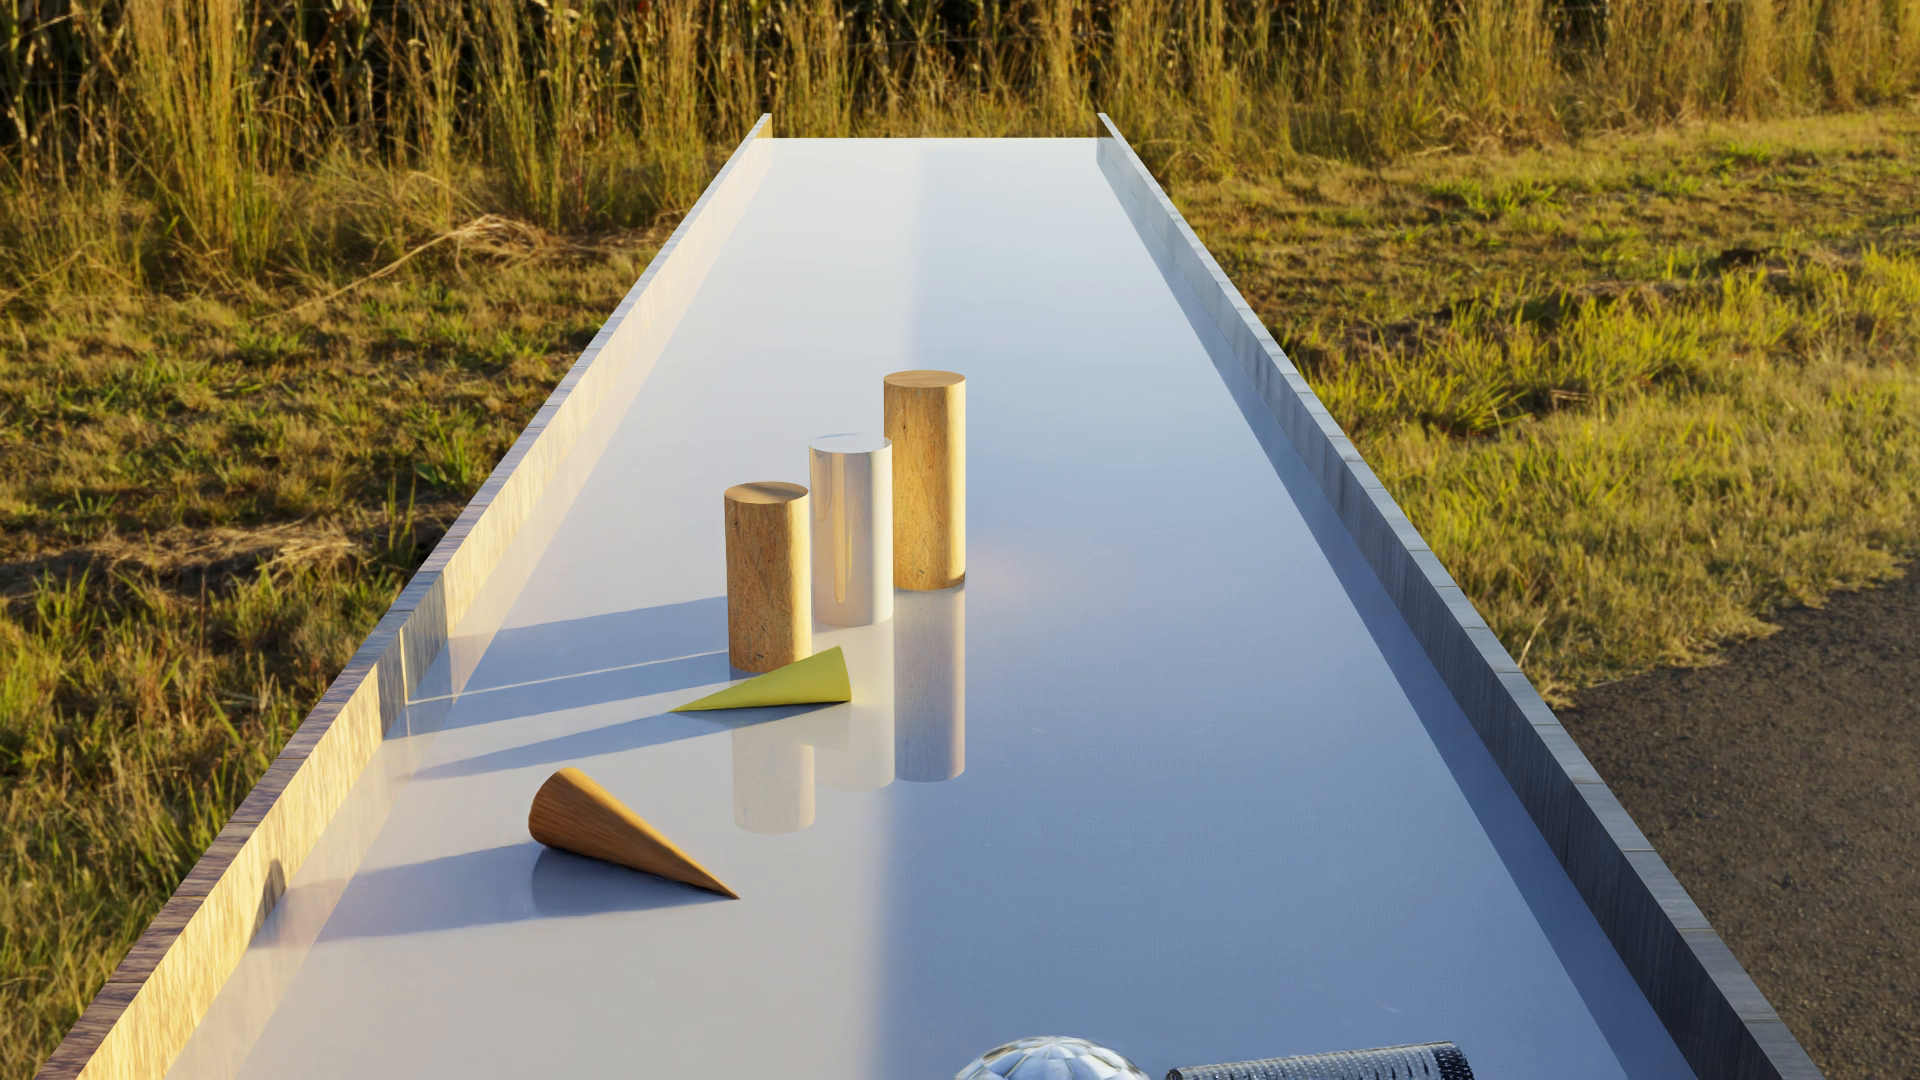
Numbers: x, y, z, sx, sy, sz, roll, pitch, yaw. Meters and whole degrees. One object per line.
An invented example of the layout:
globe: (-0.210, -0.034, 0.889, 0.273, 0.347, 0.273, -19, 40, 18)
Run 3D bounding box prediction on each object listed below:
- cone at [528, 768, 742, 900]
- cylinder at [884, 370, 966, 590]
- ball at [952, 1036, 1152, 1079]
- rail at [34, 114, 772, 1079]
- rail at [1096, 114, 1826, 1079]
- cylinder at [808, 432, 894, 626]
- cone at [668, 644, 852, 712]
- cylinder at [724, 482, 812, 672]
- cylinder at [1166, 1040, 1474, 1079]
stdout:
cone: (-0.492, 0.490, 3.464, 0.384, 0.132, 0.132, 21, 25, 28)
cylinder: (-0.078, -0.134, 4.874, 0.179, 0.458, 0.179, 0, 17, 0)
ball: (0.101, 0.690, 2.380, 0.301, 0.301, 0.301, 0, 17, 0)
rail: (-1.118, -0.838, 7.780, 0.050, 0.150, 12.000, 0, 17, -1)
rail: (0.932, -0.844, 7.801, 0.050, 0.150, 12.000, 0, 17, -1)
cylinder: (-0.229, -0.023, 4.644, 0.174, 0.376, 0.174, 0, 17, 0)
cone: (-0.387, 0.288, 4.163, 0.347, 0.108, 0.108, -12, 18, -9)
cylinder: (-0.381, 0.073, 4.373, 0.166, 0.347, 0.166, 0, 17, 0)
cylinder: (0.427, 0.694, 2.612, 0.342, 0.162, 0.162, -3, 17, -11)
